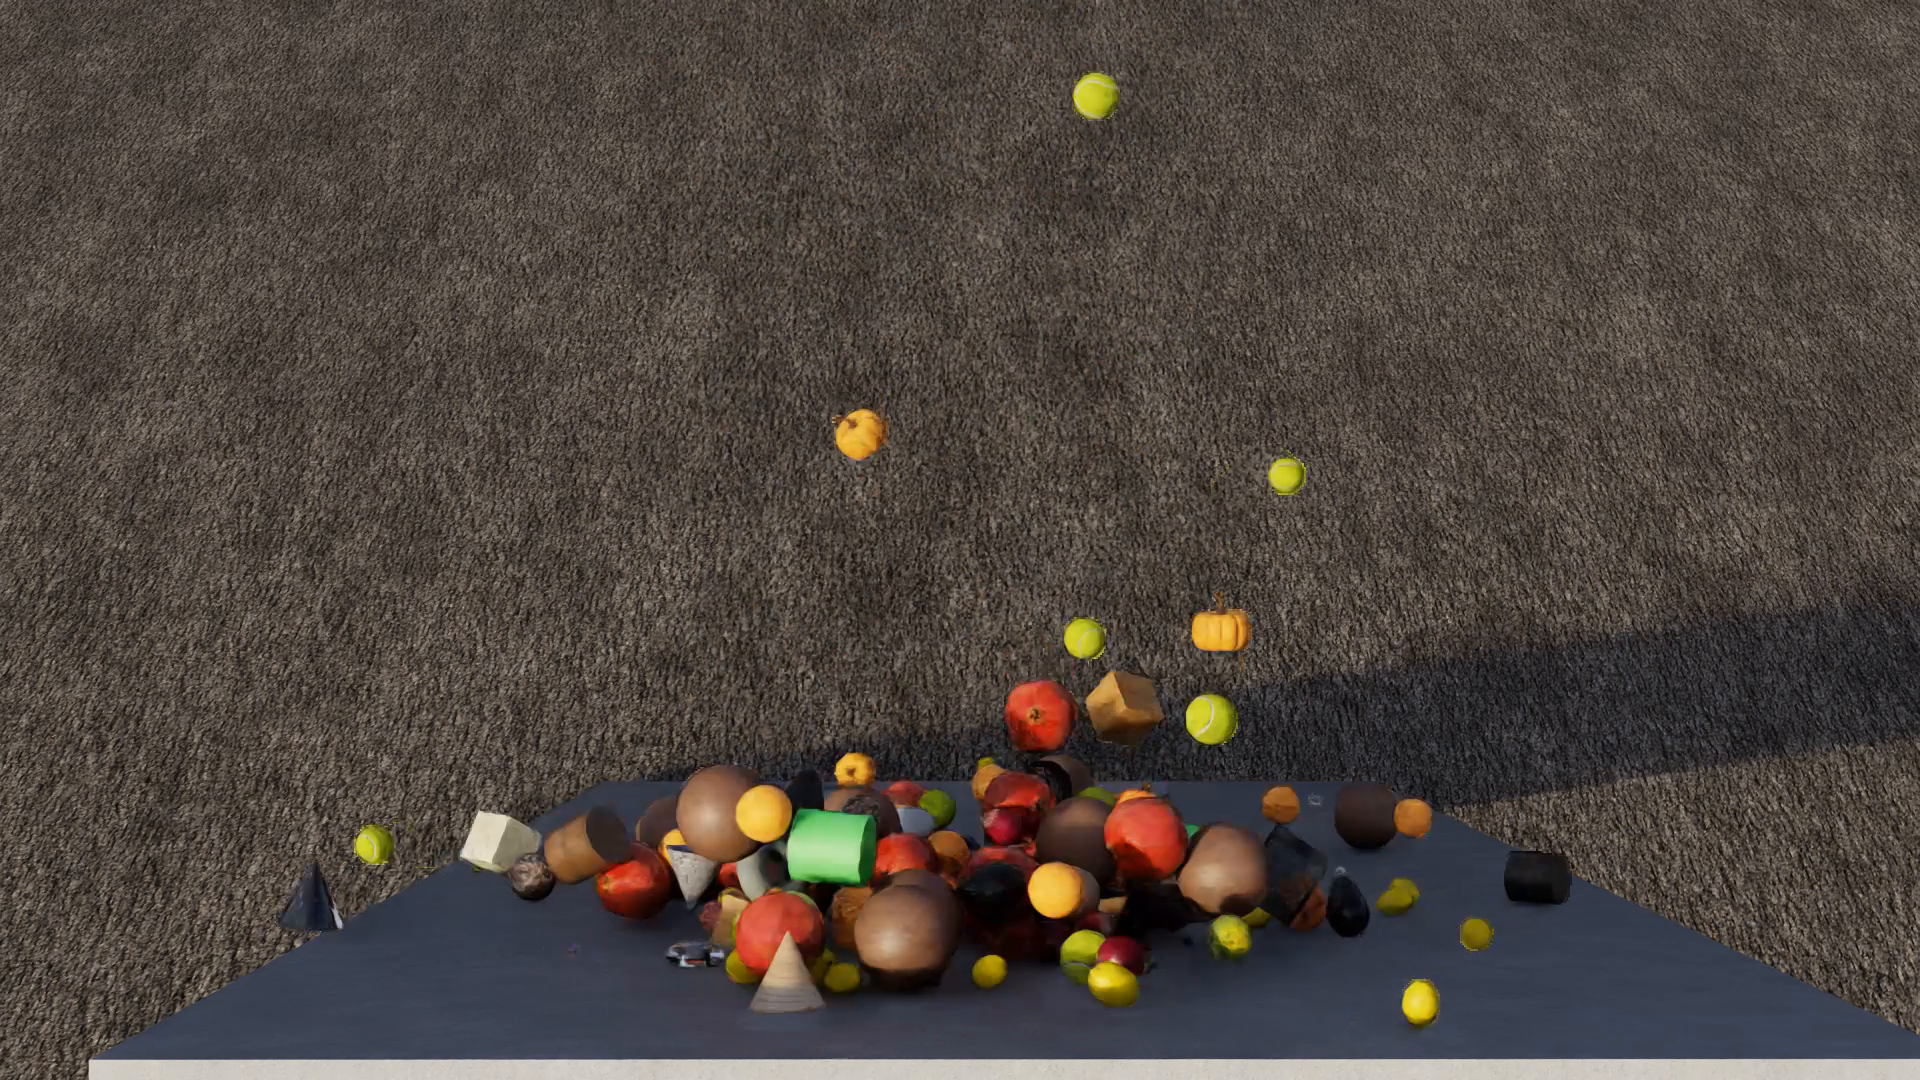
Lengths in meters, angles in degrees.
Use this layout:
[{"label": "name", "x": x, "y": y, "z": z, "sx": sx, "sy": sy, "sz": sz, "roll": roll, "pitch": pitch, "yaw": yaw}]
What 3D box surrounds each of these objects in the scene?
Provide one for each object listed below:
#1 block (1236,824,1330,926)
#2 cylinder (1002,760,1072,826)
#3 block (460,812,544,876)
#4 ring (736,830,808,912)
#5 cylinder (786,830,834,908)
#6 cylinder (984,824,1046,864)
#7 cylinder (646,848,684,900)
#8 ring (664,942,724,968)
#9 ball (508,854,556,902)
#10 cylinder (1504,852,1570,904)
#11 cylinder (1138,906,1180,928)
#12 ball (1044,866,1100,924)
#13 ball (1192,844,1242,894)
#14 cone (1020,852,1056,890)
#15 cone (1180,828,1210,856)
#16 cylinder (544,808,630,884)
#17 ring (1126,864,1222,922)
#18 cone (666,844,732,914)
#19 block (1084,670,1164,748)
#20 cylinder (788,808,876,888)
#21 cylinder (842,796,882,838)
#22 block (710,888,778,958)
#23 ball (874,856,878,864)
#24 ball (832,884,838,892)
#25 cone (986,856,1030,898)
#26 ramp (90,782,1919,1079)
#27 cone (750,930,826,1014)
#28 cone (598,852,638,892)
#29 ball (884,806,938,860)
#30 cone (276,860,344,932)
[{"label": "block", "x": 0.450, "y": 0.467, "z": 3.607, "sx": 0.087, "sy": 0.087, "sz": 0.087, "roll": 34, "pitch": 69, "yaw": 15}, {"label": "cylinder", "x": 0.124, "y": 0.407, "z": 4.168, "sx": 0.091, "sy": 0.091, "sz": 0.091, "roll": 4, "pitch": 75, "yaw": -14}, {"label": "block", "x": -0.790, "y": 0.527, "z": 4.472, "sx": 0.084, "sy": 0.084, "sz": 0.084, "roll": 3, "pitch": 65, "yaw": 41}, {"label": "ring", "x": -0.254, "y": 0.450, "z": 3.527, "sx": 0.038, "sy": 0.115, "sz": 0.115, "roll": -27, "pitch": 12, "yaw": 41}, {"label": "cylinder", "x": -0.243, "y": 0.510, "z": 4.041, "sx": 0.094, "sy": 0.094, "sz": 0.094, "roll": -2, "pitch": 20, "yaw": -3}, {"label": "cylinder", "x": 0.094, "y": 0.538, "z": 4.473, "sx": 0.092, "sy": 0.092, "sz": 0.092, "roll": 1, "pitch": 33, "yaw": 11}, {"label": "cylinder", "x": -0.463, "y": 0.542, "z": 4.205, "sx": 0.077, "sy": 0.077, "sz": 0.077, "roll": -12, "pitch": 3, "yaw": -18}, {"label": "ring", "x": -0.354, "y": 0.553, "z": 3.456, "sx": 0.078, "sy": 0.026, "sz": 0.078, "roll": 1, "pitch": -1, "yaw": 0}, {"label": "ball", "x": -0.686, "y": 0.541, "z": 4.165, "sx": 0.077, "sy": 0.077, "sz": 0.077, "roll": 0, "pitch": 33, "yaw": 0}, {"label": "cylinder", "x": 0.916, "y": 0.537, "z": 4.117, "sx": 0.077, "sy": 0.077, "sz": 0.077, "roll": 0, "pitch": 28, "yaw": 34}, {"label": "cylinder", "x": 0.301, "y": 0.547, "z": 3.858, "sx": 0.054, "sy": 0.054, "sz": 0.054, "roll": 25, "pitch": 13, "yaw": 33}, {"label": "ball", "x": 0.153, "y": 0.484, "z": 3.542, "sx": 0.078, "sy": 0.078, "sz": 0.078, "roll": 0, "pitch": 33, "yaw": 0}, {"label": "ball", "x": 0.358, "y": 0.459, "z": 3.613, "sx": 0.070, "sy": 0.070, "sz": 0.070, "roll": 0, "pitch": 33, "yaw": 0}, {"label": "cone", "x": 0.114, "y": 0.567, "z": 4.327, "sx": 0.070, "sy": 0.070, "sz": 0.070, "roll": -31, "pitch": 23, "yaw": 26}, {"label": "cone", "x": 0.426, "y": 0.578, "z": 4.849, "sx": 0.066, "sy": 0.066, "sz": 0.066, "roll": 19, "pitch": 18, "yaw": 27}, {"label": "cylinder", "x": -0.546, "y": 0.448, "z": 3.797, "sx": 0.088, "sy": 0.088, "sz": 0.088, "roll": -29, "pitch": 21, "yaw": 29}, {"label": "ring", "x": 0.304, "y": 0.502, "z": 3.689, "sx": 0.141, "sy": 0.141, "sz": 0.047, "roll": 10, "pitch": 63, "yaw": 15}, {"label": "cone", "x": -0.369, "y": 0.476, "z": 3.601, "sx": 0.092, "sy": 0.092, "sz": 0.092, "roll": 7, "pitch": 0, "yaw": 0}, {"label": "block", "x": 0.316, "y": 0.325, "z": 4.991, "sx": 0.096, "sy": 0.096, "sz": 0.096, "roll": 15, "pitch": 39, "yaw": -32}, {"label": "cylinder", "x": -0.163, "y": 0.393, "z": 3.310, "sx": 0.093, "sy": 0.093, "sz": 0.093, "roll": 5, "pitch": 33, "yaw": 11}, {"label": "cylinder", "x": -0.140, "y": 0.397, "z": 3.680, "sx": 0.056, "sy": 0.056, "sz": 0.056, "roll": 0, "pitch": 68, "yaw": 0}, {"label": "block", "x": -0.293, "y": 0.525, "z": 3.557, "sx": 0.068, "sy": 0.068, "sz": 0.068, "roll": 19, "pitch": 1, "yaw": 6}, {"label": "ball", "x": -0.157, "y": 0.559, "z": 4.431, "sx": 0.050, "sy": 0.050, "sz": 0.050, "roll": 0, "pitch": 33, "yaw": 0}, {"label": "ball", "x": -0.222, "y": 0.556, "z": 4.248, "sx": 0.051, "sy": 0.051, "sz": 0.051, "roll": 0, "pitch": 33, "yaw": 0}, {"label": "cone", "x": 0.090, "y": 0.531, "z": 4.192, "sx": 0.067, "sy": 0.067, "sz": 0.067, "roll": 37, "pitch": 24, "yaw": -19}, {"label": "ramp", "x": 0.073, "y": 0.641, "z": 4.756, "sx": 2.000, "sy": 0.100, "sz": 4.000, "roll": 0, "pitch": -1, "yaw": 0}, {"label": "cone", "x": -0.206, "y": 0.512, "z": 3.108, "sx": 0.094, "sy": 0.094, "sz": 0.094, "roll": 0, "pitch": -1, "yaw": 0}, {"label": "cone", "x": -0.581, "y": 0.522, "z": 4.232, "sx": 0.077, "sy": 0.077, "sz": 0.077, "roll": -37, "pitch": 26, "yaw": 22}, {"label": "ball", "x": -0.077, "y": 0.459, "z": 4.058, "sx": 0.085, "sy": 0.085, "sz": 0.085, "roll": 0, "pitch": 33, "yaw": 0}, {"label": "cone", "x": -0.955, "y": 0.519, "z": 3.829, "sx": 0.097, "sy": 0.097, "sz": 0.097, "roll": 7, "pitch": 3, "yaw": 0}]
